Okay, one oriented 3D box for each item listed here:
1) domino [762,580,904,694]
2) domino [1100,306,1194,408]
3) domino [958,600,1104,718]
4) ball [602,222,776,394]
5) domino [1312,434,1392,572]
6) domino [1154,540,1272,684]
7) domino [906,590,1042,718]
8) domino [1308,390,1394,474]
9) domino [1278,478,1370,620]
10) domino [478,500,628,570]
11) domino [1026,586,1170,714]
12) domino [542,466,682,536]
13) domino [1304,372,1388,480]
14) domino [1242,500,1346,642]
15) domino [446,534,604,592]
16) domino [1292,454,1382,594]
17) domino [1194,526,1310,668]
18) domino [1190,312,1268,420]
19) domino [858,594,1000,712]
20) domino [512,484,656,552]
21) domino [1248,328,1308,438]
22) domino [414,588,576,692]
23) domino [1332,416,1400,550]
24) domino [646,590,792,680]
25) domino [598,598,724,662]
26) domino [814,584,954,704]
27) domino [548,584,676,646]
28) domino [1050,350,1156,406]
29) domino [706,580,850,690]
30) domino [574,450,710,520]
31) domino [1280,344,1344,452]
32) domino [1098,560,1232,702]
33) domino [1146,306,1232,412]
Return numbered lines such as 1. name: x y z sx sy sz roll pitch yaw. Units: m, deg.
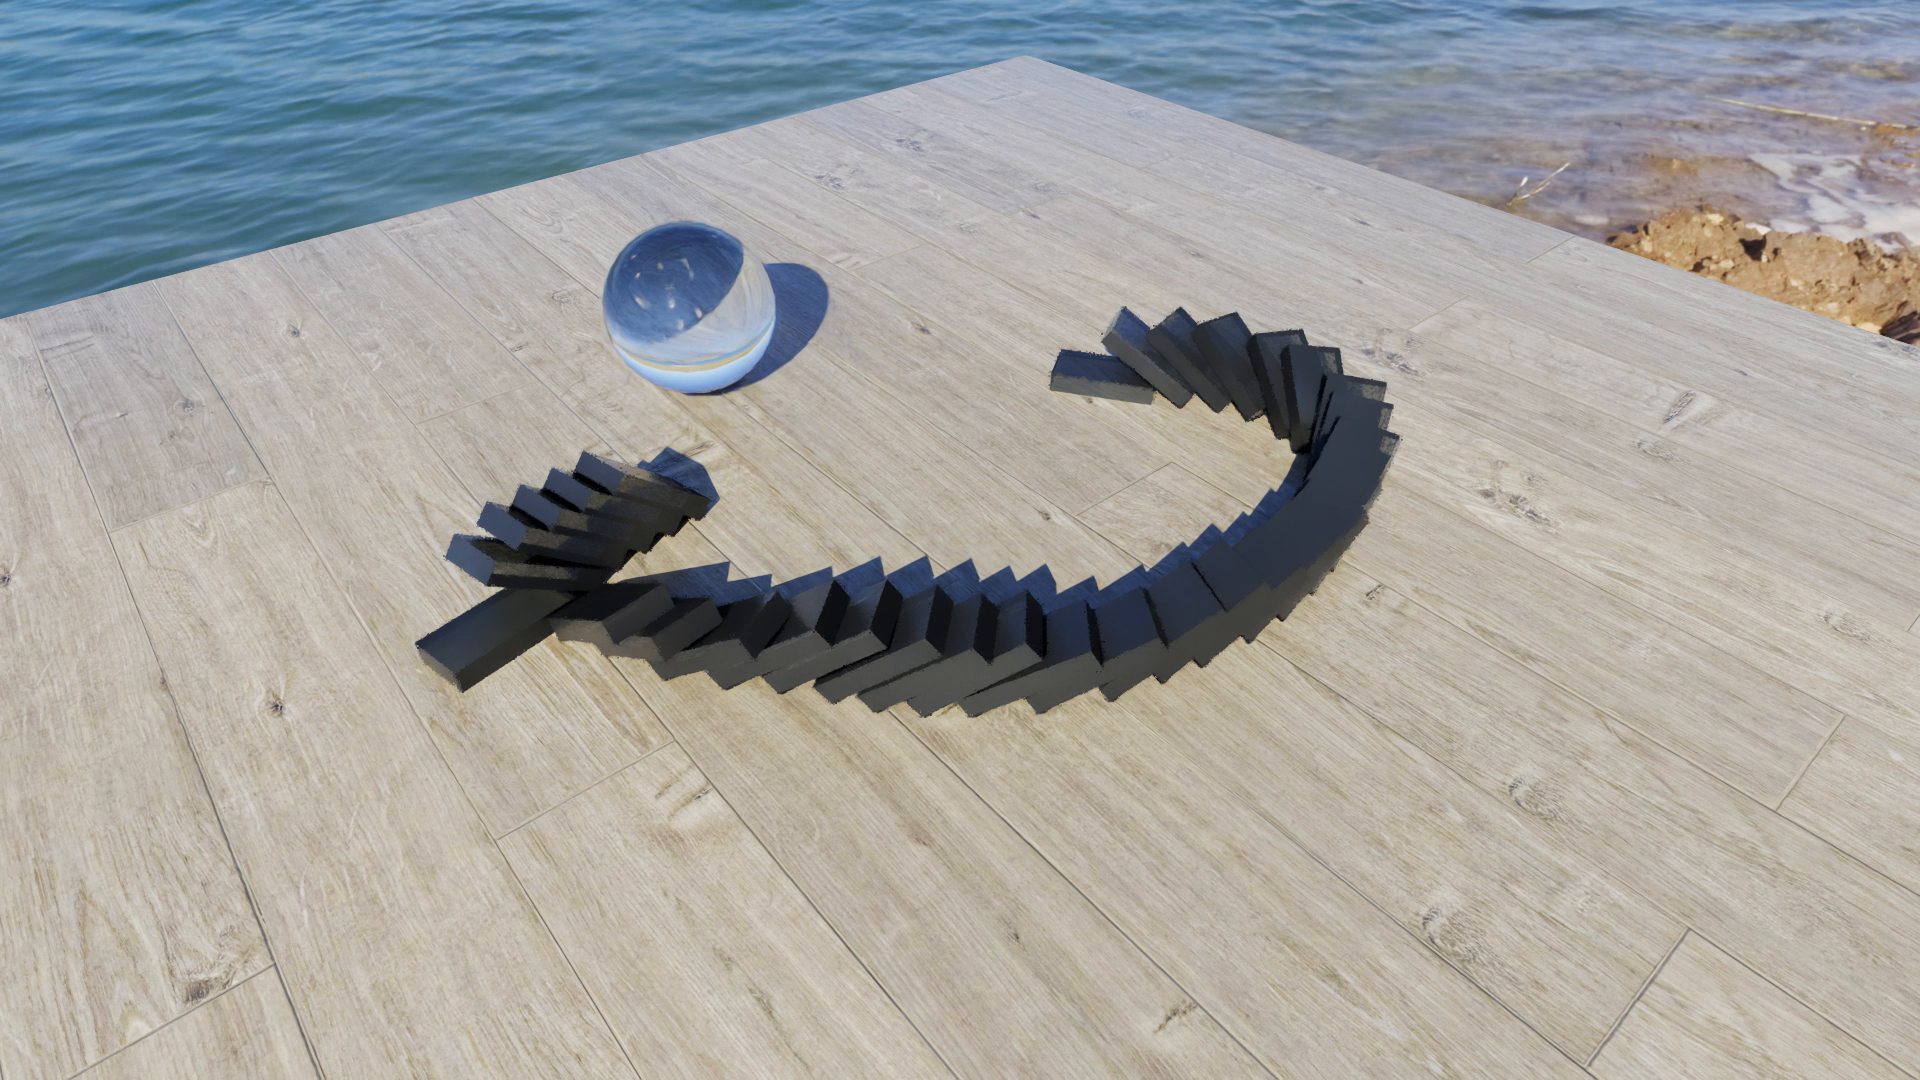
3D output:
1. domino: -0.044 0.034 0.380 0.050 0.009 0.025 -25 30 29
2. domino: 0.093 -0.088 0.530 0.050 0.010 0.025 38 42 -8
3. domino: 0.023 0.041 0.376 0.050 0.010 0.025 -23 36 18
4. ball: -0.128 -0.109 0.521 0.080 0.080 0.080 0 39 0
5. domino: 0.149 -0.015 0.441 0.025 0.010 0.050 27 81 27
6. domino: 0.083 0.025 0.392 0.050 0.009 0.025 -40 46 3
7. domino: 0.005 0.039 0.373 0.050 0.010 0.025 -29 32 25
8. domino: 0.164 -0.036 0.467 0.025 0.009 0.050 17 77 18
9. domino: 0.128 0.003 0.418 0.050 0.009 0.025 -49 54 -2
10. domino: -0.155 -0.001 0.420 0.025 0.010 0.050 26 3 29
11. domino: 0.045 0.038 0.378 0.050 0.010 0.025 -27 37 14
12. domino: -0.137 -0.015 0.437 0.025 0.009 0.050 26 3 28
13. domino: 0.168 -0.047 0.480 0.025 0.009 0.050 13 75 15
14. domino: 0.115 0.011 0.408 0.050 0.009 0.025 -45 52 1
15. domino: -0.161 0.009 0.409 0.025 0.009 0.050 26 7 28
16. domino: 0.140 -0.007 0.430 0.025 0.010 0.050 32 83 30
17. domino: 0.098 0.020 0.399 0.050 0.009 0.025 -41 46 3
18. domino: 0.134 -0.083 0.524 0.025 0.010 0.050 -23 76 -31
19. domino: -0.011 0.039 0.373 0.050 0.010 0.025 -26 32 30
20. domino: -0.146 -0.008 0.428 0.025 0.009 0.050 26 3 28
21. domino: 0.154 -0.073 0.513 0.025 0.009 0.050 -8 71 -13
22. domino: -0.169 0.033 0.404 0.025 0.010 0.050 26 46 28
23. domino: 0.158 -0.024 0.452 0.025 0.009 0.050 25 80 27
24. domino: -0.084 0.033 0.382 0.050 0.009 0.025 -15 27 37
25. domino: -0.107 0.031 0.387 0.050 0.010 0.025 -3 27 49
26. domino: -0.026 0.036 0.376 0.050 0.010 0.025 -26 32 29
27. domino: -0.125 0.026 0.393 0.025 0.010 0.050 -36 21 -36
28. domino: 0.072 -0.081 0.542 0.050 0.009 0.025 10 40 12
29. domino: -0.063 0.033 0.382 0.050 0.010 0.025 -23 31 27
30. domino: -0.128 -0.022 0.445 0.025 0.010 0.050 26 3 28
31. domino: 0.162 -0.064 0.501 0.025 0.009 0.050 2 69 -9
32. domino: 0.066 0.032 0.384 0.050 0.010 0.025 -35 43 8
33. domino: 0.115 -0.087 0.530 0.050 0.010 0.025 47 51 2
